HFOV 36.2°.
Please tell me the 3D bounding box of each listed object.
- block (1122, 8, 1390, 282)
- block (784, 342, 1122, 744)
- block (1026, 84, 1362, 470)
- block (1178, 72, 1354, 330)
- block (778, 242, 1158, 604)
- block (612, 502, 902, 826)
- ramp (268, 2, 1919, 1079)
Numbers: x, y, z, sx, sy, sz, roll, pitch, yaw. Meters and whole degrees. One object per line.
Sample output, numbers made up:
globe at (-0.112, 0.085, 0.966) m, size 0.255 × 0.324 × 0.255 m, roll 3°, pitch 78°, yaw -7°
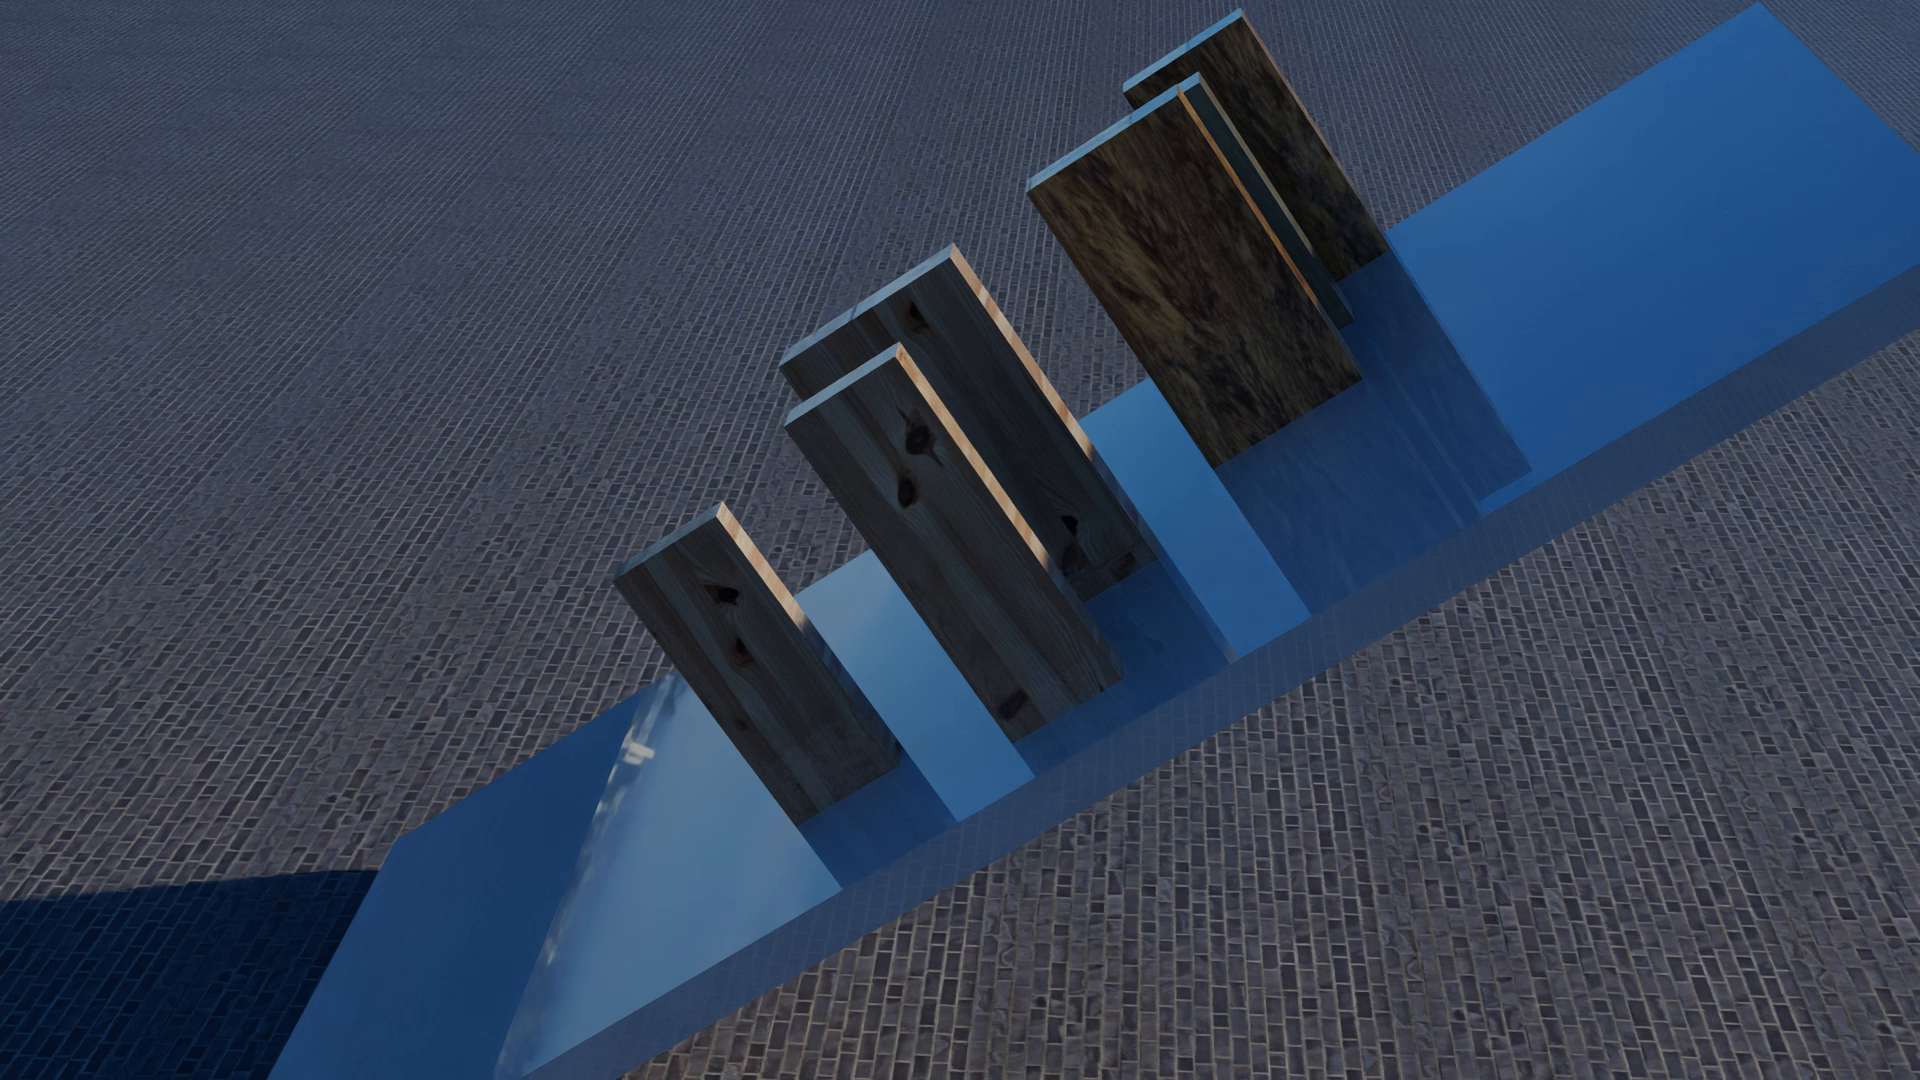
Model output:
block at (0.689, -0.868, 6.826) m, size 0.320 × 0.647 × 0.111 m, roll -31°, pitch 16°, yaw 14°
block at (-0.006, 0.011, 5.462) m, size 0.247 × 0.751 × 0.093 m, roll -31°, pitch 16°, yaw 14°
block at (0.491, -0.544, 6.139) m, size 0.369 × 0.716 × 0.114 m, roll -31°, pitch 16°, yaw 14°
block at (0.554, -0.669, 6.529) m, size 0.351 × 0.639 × 0.120 m, roll -31°, pitch 16°, yaw 14°
block at (0.022, -0.172, 5.954) m, size 0.415 × 0.751 × 0.112 m, roll -31°, pitch 16°, yaw 14°
block at (-0.397, 0.249, 5.820) m, size 0.253 × 0.626 × 0.087 m, roll -31°, pitch 16°, yaw 14°
ramp at (0.138, 0.172, 6.300) m, size 4.000 × 0.100 × 2.000 m, roll -31°, pitch 16°, yaw 14°
